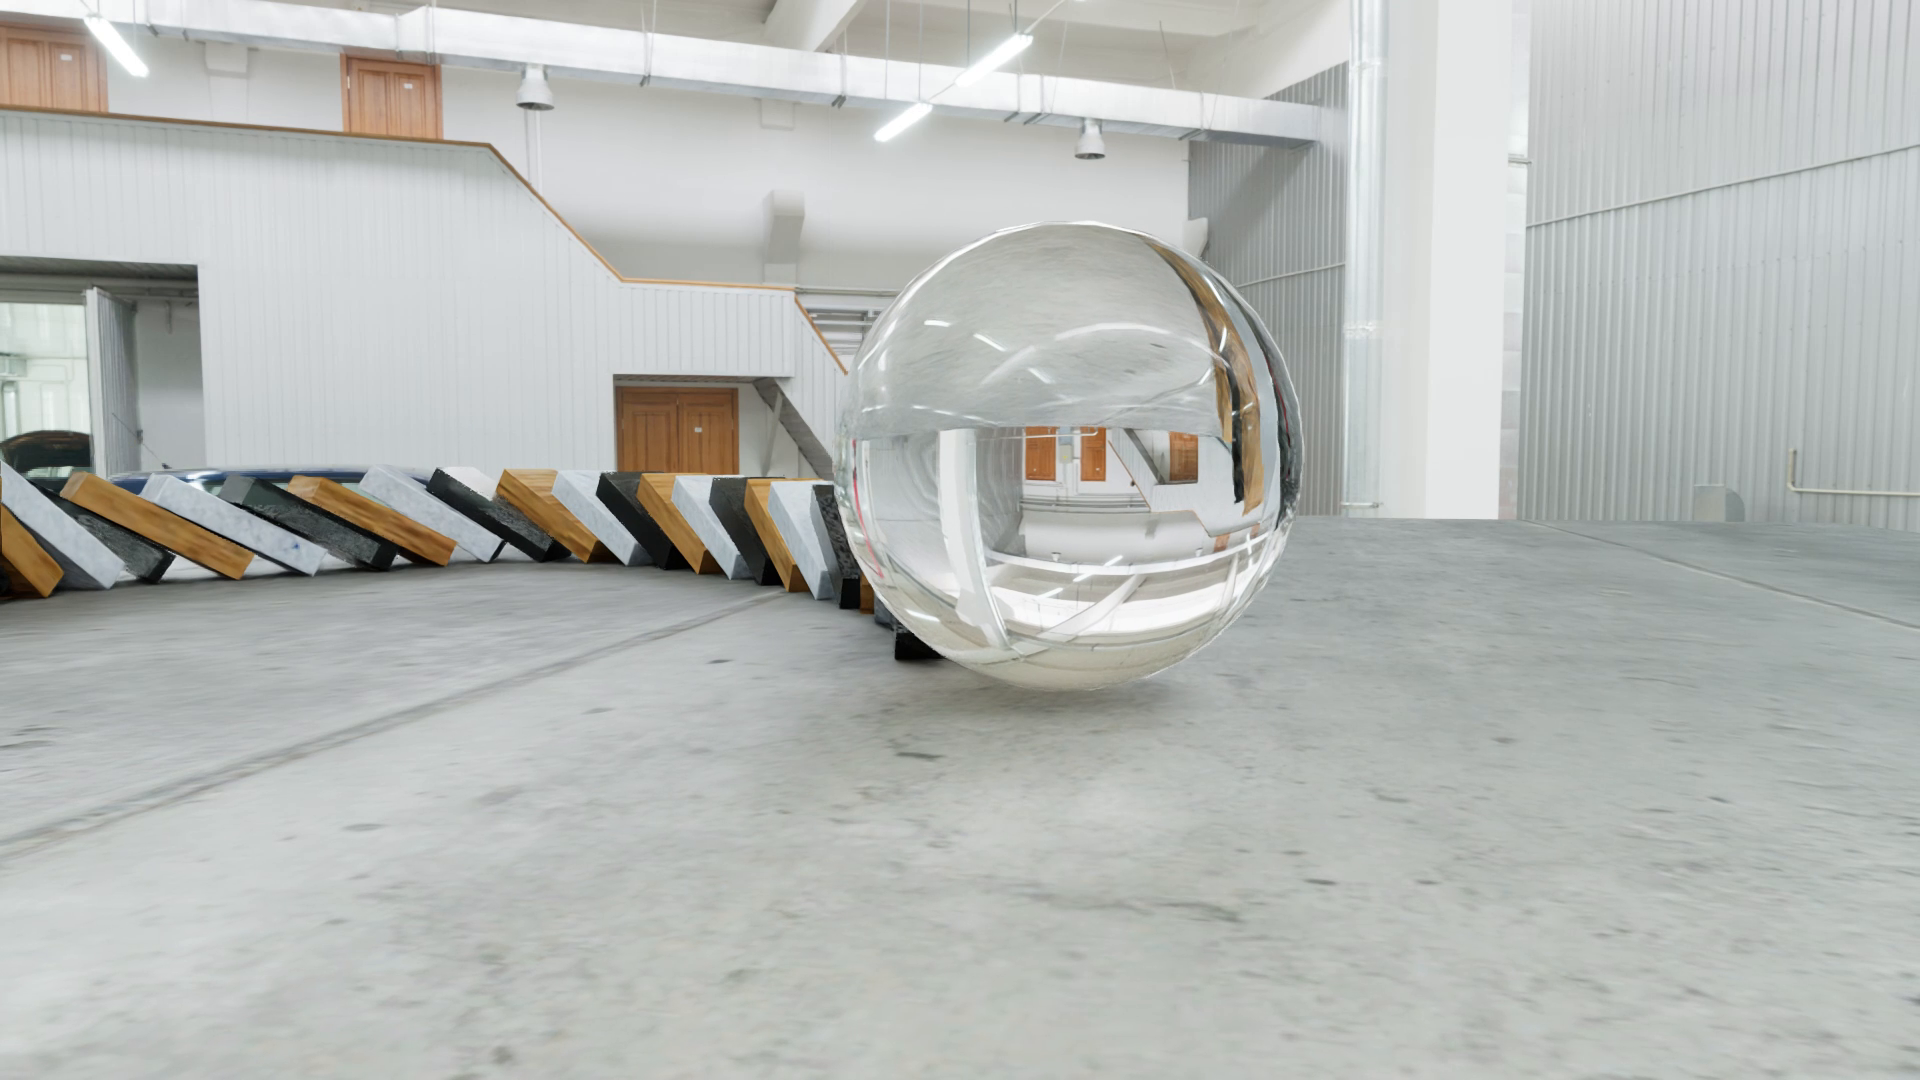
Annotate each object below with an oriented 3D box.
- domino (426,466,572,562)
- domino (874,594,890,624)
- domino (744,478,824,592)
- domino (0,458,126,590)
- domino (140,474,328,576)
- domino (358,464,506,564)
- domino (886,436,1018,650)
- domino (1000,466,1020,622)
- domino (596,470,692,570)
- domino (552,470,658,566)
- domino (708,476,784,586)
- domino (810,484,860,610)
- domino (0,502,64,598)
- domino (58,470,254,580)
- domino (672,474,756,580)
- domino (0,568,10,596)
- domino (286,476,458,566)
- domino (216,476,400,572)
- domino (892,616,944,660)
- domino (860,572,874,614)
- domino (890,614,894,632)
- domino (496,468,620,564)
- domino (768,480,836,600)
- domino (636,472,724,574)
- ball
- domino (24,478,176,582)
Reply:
[{"bbox_3d":[-0.167,-0.010,0.471,0.050,0.009,0.025,32,7,3],"label":"domino"},{"bbox_3d":[-0.009,-0.003,0.315,0.025,0.050,0.010,0,-36,-6],"label":"domino"},{"bbox_3d":[-0.047,-0.002,0.390,0.025,0.009,0.050,-2,32,-26],"label":"domino"},{"bbox_3d":[-0.263,-0.004,0.359,0.025,0.010,0.050,1,-35,12],"label":"domino"},{"bbox_3d":[-0.231,-0.005,0.407,0.025,0.010,0.050,5,-24,47],"label":"domino"},{"bbox_3d":[-0.188,-0.010,0.462,0.050,0.009,0.025,33,-4,-12],"label":"domino"},{"bbox_3d":[-0.003,0.000,0.278,0.025,0.050,0.010,0,-36,-6],"label":"domino"},{"bbox_3d":[-0.002,-0.001,0.291,0.025,0.050,0.010,-1,-36,-7],"label":"domino"},{"bbox_3d":[-0.105,-0.008,0.454,0.025,0.009,0.050,-4,35,-46],"label":"domino"},{"bbox_3d":[-0.123,-0.009,0.465,0.050,0.010,0.025,37,25,30],"label":"domino"},{"bbox_3d":[-0.059,-0.004,0.408,0.025,0.009,0.050,-3,33,-31],"label":"domino"},{"bbox_3d":[-0.025,0.001,0.352,0.025,0.010,0.050,-1,31,-16],"label":"domino"},{"bbox_3d":[-0.266,-0.004,0.339,0.025,0.050,0.009,1,48,7],"label":"domino"},{"bbox_3d":[-0.247,-0.004,0.395,0.025,0.009,0.050,5,-25,47],"label":"domino"},{"bbox_3d":[-0.074,-0.005,0.424,0.025,0.009,0.050,-3,33,-36],"label":"domino"},{"bbox_3d":[-0.264,-0.004,0.321,0.025,0.050,0.010,0,40,-1],"label":"domino"},{"bbox_3d":[-0.201,-0.006,0.437,0.025,0.010,0.050,4,-22,43],"label":"domino"},{"bbox_3d":[-0.213,-0.005,0.420,0.025,0.009,0.050,4,-23,43],"label":"domino"},{"bbox_3d":[-0.002,0.001,0.266,0.025,0.050,0.010,0,-36,-6],"label":"domino"},{"bbox_3d":[-0.013,0.000,0.333,0.025,0.010,0.050,1,37,-5],"label":"domino"},{"bbox_3d":[-0.005,-0.002,0.303,0.025,0.050,0.010,0,-36,-6],"label":"domino"},{"bbox_3d":[-0.144,-0.010,0.473,0.050,0.010,0.025,34,17,21],"label":"domino"},{"bbox_3d":[-0.037,-0.001,0.371,0.025,0.010,0.050,-2,32,-25],"label":"domino"},{"bbox_3d":[-0.088,-0.007,0.440,0.025,0.010,0.050,-4,34,-40],"label":"domino"},{"bbox_3d":[0.018,-0.014,0.221,0.080,0.080,0.080,0,4,0],"label":"ball"},{"bbox_3d":[-0.264,-0.004,0.383,0.025,0.009,0.050,2,-29,47],"label":"domino"}]
